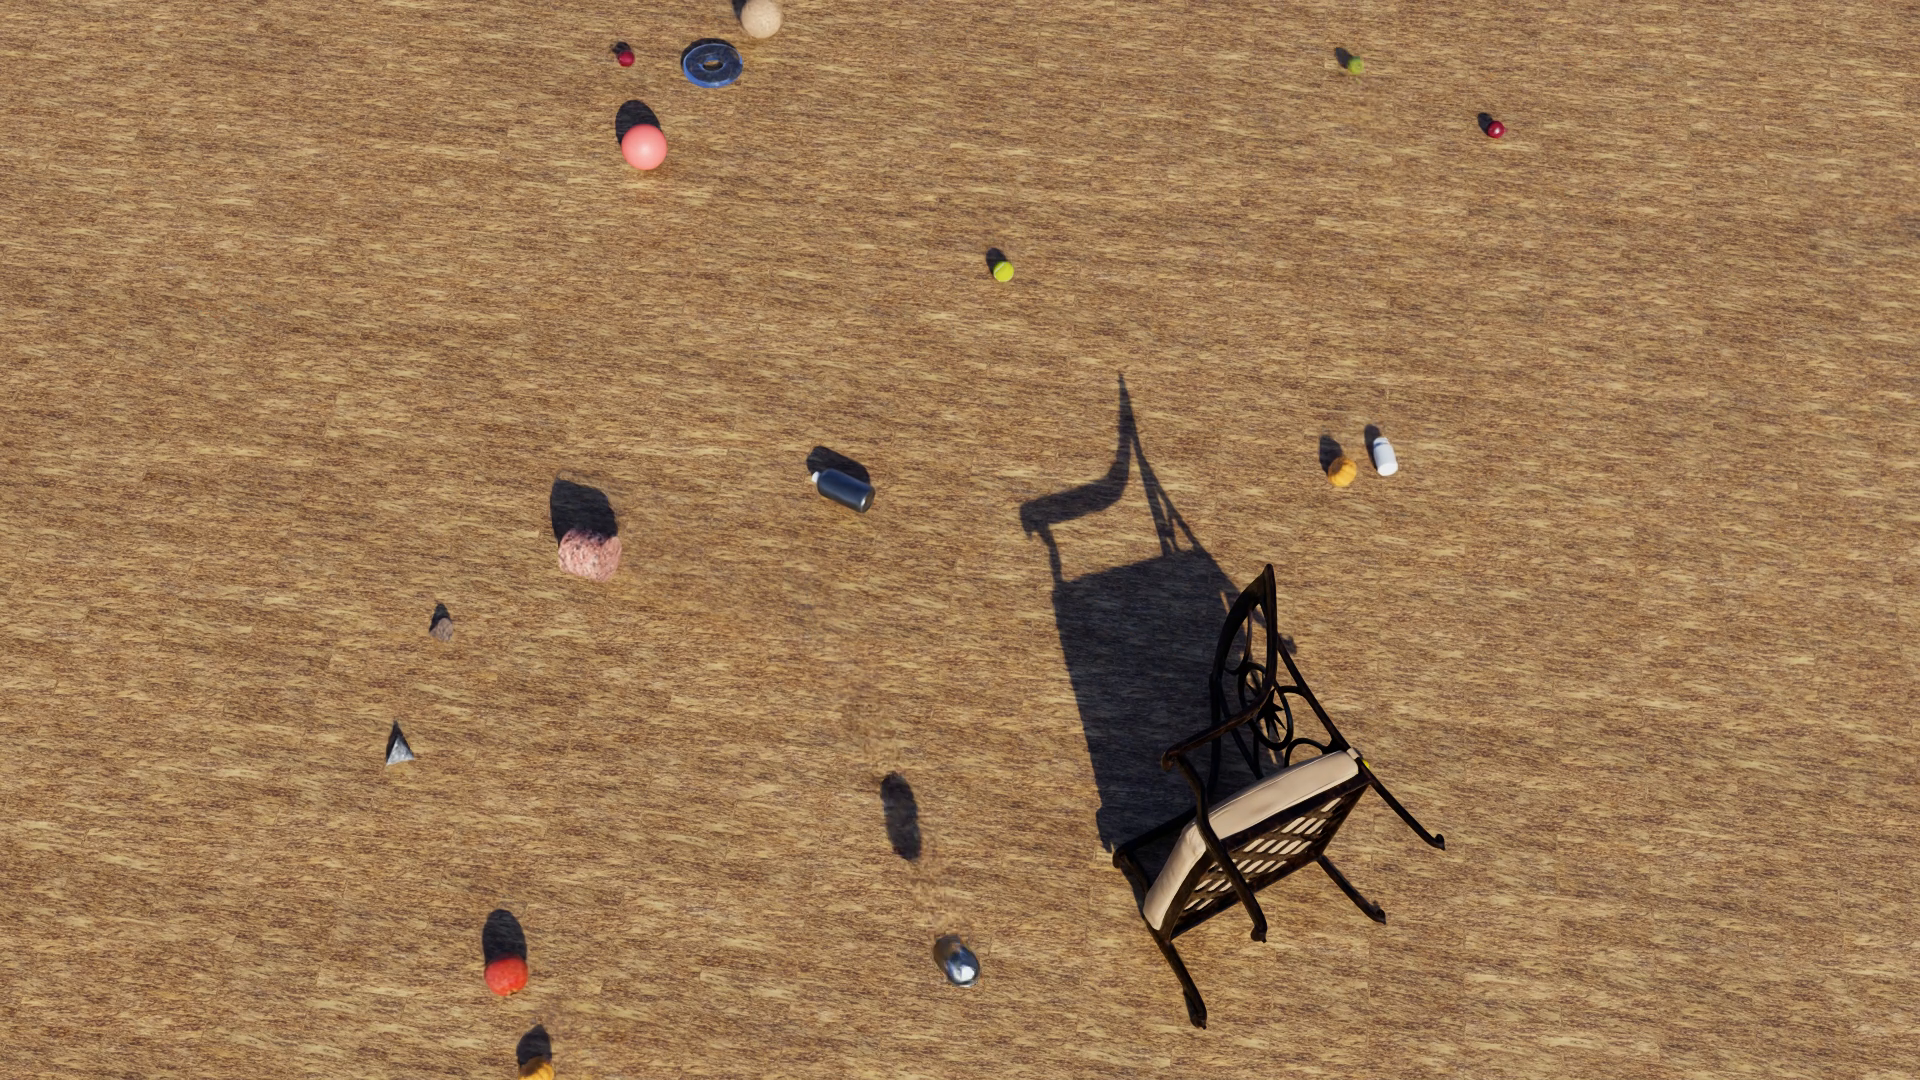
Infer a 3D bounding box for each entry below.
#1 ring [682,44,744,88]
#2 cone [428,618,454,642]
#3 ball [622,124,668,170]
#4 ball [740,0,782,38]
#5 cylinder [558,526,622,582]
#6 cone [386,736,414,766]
[{"bbox_3d":[-0.860,-1.650,7.653,0.213,0.049,0.207,-7,56,-5],"label":"ring"},{"bbox_3d":[-1.518,0.267,6.377,0.065,0.066,0.076,-12,37,25],"label":"cone"},{"bbox_3d":[-1.057,-1.317,7.364,0.155,0.155,0.155,0,56,0],"label":"ball"},{"bbox_3d":[-0.699,-1.835,7.717,0.146,0.146,0.146,0,56,0],"label":"ball"},{"bbox_3d":[-1.084,0.040,6.442,0.122,0.191,0.137,16,92,10],"label":"cylinder"},{"bbox_3d":[-1.558,0.601,6.154,0.069,0.059,0.108,23,41,-15],"label":"cone"}]
